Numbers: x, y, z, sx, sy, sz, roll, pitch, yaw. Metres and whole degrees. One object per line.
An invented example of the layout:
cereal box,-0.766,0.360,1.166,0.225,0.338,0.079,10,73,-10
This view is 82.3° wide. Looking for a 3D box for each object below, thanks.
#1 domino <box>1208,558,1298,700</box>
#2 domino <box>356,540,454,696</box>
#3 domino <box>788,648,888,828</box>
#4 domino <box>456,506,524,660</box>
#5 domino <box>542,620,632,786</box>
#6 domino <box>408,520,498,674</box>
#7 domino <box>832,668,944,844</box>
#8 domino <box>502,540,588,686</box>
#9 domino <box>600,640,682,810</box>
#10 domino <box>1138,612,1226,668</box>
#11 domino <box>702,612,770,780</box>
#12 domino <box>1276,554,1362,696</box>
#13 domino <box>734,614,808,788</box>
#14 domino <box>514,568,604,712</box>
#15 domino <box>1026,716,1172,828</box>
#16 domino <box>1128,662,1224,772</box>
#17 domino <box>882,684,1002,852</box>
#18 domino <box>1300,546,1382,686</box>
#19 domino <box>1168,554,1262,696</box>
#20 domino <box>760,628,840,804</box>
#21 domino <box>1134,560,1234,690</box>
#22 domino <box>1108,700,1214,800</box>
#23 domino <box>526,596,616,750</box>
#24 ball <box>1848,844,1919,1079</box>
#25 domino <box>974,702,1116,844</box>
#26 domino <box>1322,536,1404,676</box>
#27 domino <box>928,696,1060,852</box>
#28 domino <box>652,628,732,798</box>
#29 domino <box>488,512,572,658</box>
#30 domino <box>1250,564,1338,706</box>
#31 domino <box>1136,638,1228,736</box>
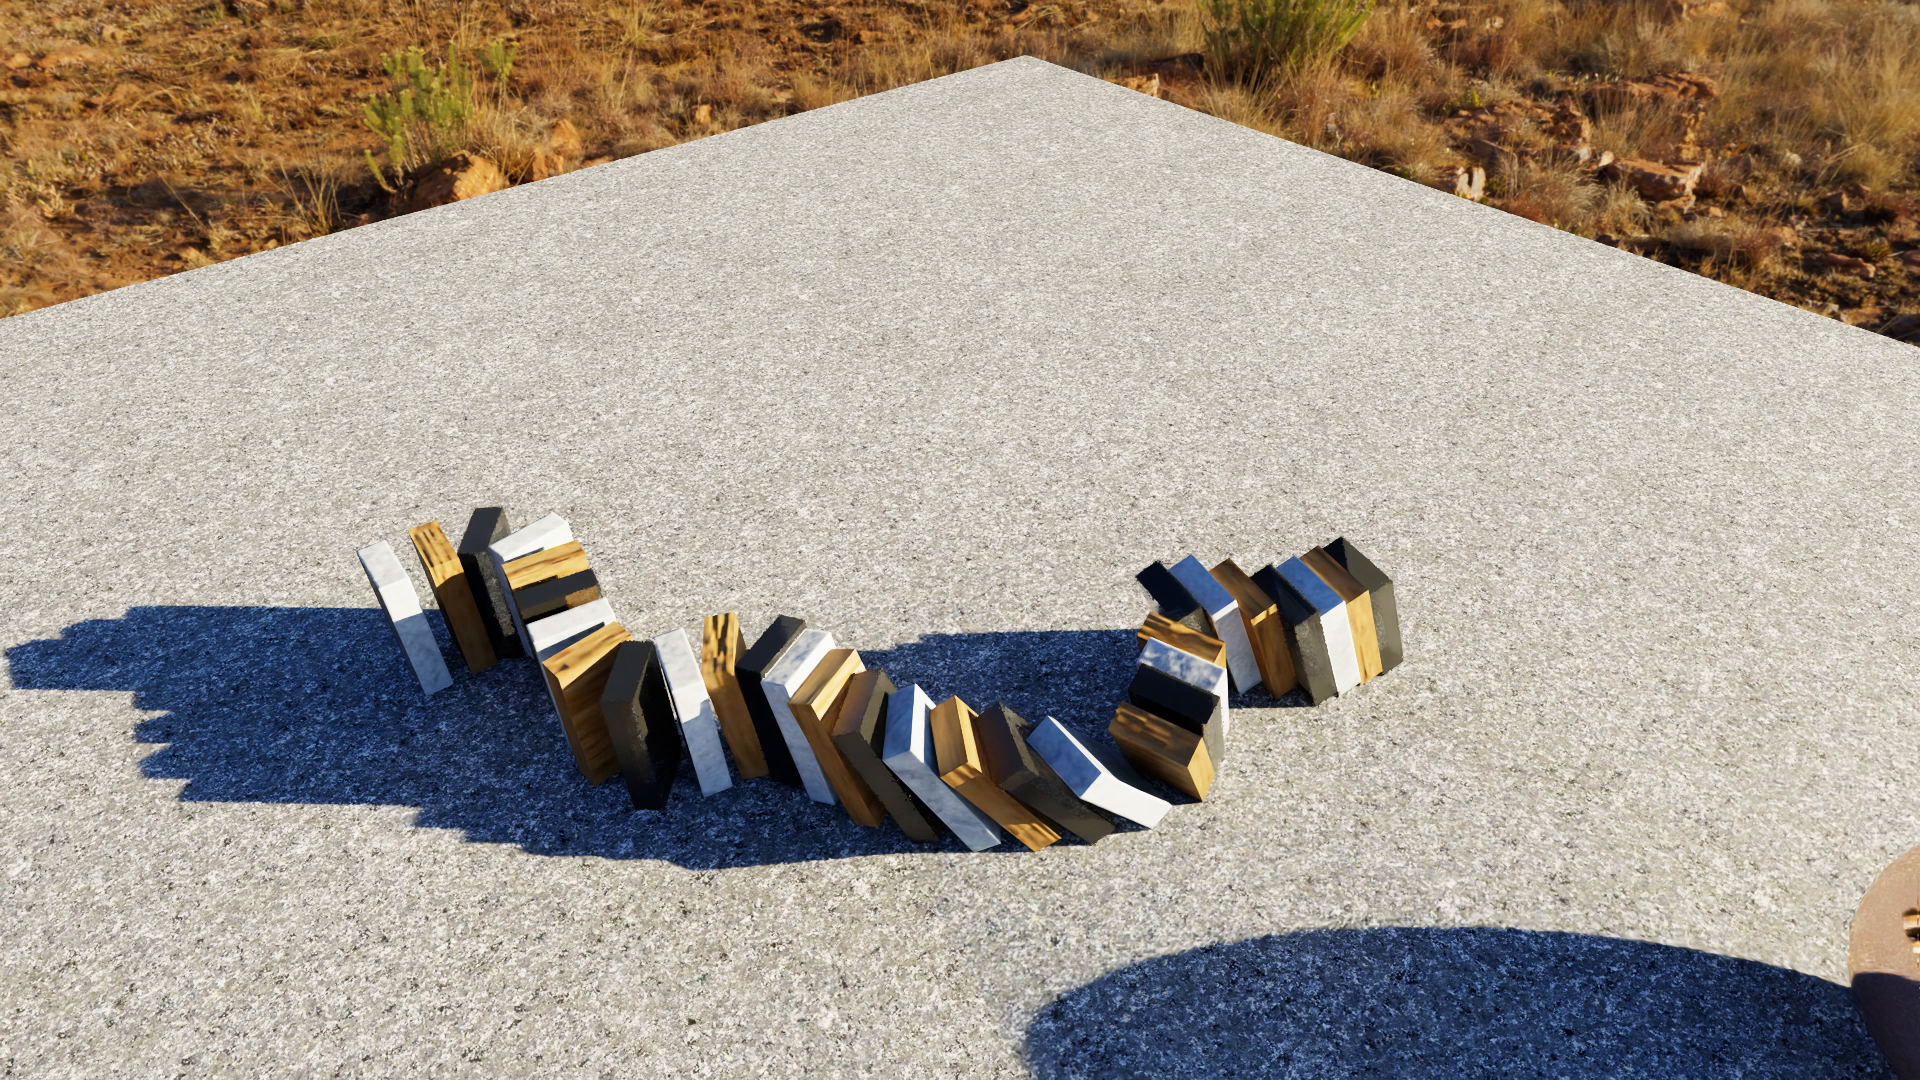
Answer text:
domino,0.100,0.031,0.374,0.010,0.050,0.025,-33,45,-2
domino,-0.191,0.027,0.378,0.009,0.050,0.025,-27,47,-29
domino,-0.032,0.061,0.337,0.009,0.050,0.025,-3,33,34
domino,-0.164,0.016,0.392,0.009,0.050,0.025,-3,39,-4
domino,-0.112,0.052,0.348,0.009,0.050,0.025,31,48,33
domino,-0.178,0.021,0.386,0.010,0.050,0.025,-25,46,-27
domino,-0.019,0.066,0.332,0.009,0.050,0.025,-15,33,25
domino,-0.138,0.026,0.380,0.025,0.050,0.009,-22,44,-24
domino,-0.098,0.058,0.341,0.010,0.050,0.025,0,39,2
domino,0.073,0.043,0.359,0.025,0.050,0.009,23,68,25
domino,-0.070,0.050,0.350,0.010,0.050,0.025,-10,40,-2
domino,0.122,0.030,0.375,0.009,0.050,0.025,-33,45,-2
domino,-0.054,0.051,0.348,0.009,0.050,0.025,10,40,25
domino,-0.129,0.035,0.369,0.025,0.050,0.009,-20,43,-22
domino,0.042,0.070,0.330,0.010,0.050,0.025,-50,50,5
domino,0.068,0.057,0.343,0.025,0.050,0.010,23,69,25
domino,-0.004,0.069,0.329,0.010,0.050,0.025,-25,35,20
domino,0.131,0.027,0.379,0.010,0.050,0.025,-33,45,-2
domino,0.088,0.030,0.376,0.009,0.050,0.025,-33,45,-2
domino,-0.044,0.055,0.343,0.009,0.050,0.025,5,37,29
domino,0.077,0.031,0.374,0.010,0.050,0.025,-35,45,-1
domino,0.062,0.065,0.334,0.025,0.050,0.010,23,75,25
domino,-0.121,0.044,0.358,0.025,0.050,0.009,-21,44,-23
ball,0.259,0.107,0.257,0.080,0.080,0.080,0,39,0
domino,0.026,0.070,0.330,0.010,0.050,0.025,-39,40,13
domino,0.140,0.023,0.383,0.010,0.050,0.025,-33,45,-2
domino,0.011,0.070,0.329,0.009,0.050,0.025,-33,37,16
domino,-0.084,0.054,0.345,0.009,0.050,0.025,-18,43,-17
domino,-0.147,0.017,0.390,0.010,0.050,0.025,28,47,30
domino,0.113,0.033,0.372,0.009,0.050,0.025,-33,45,-2
domino,0.072,0.050,0.351,0.025,0.050,0.009,23,68,25
